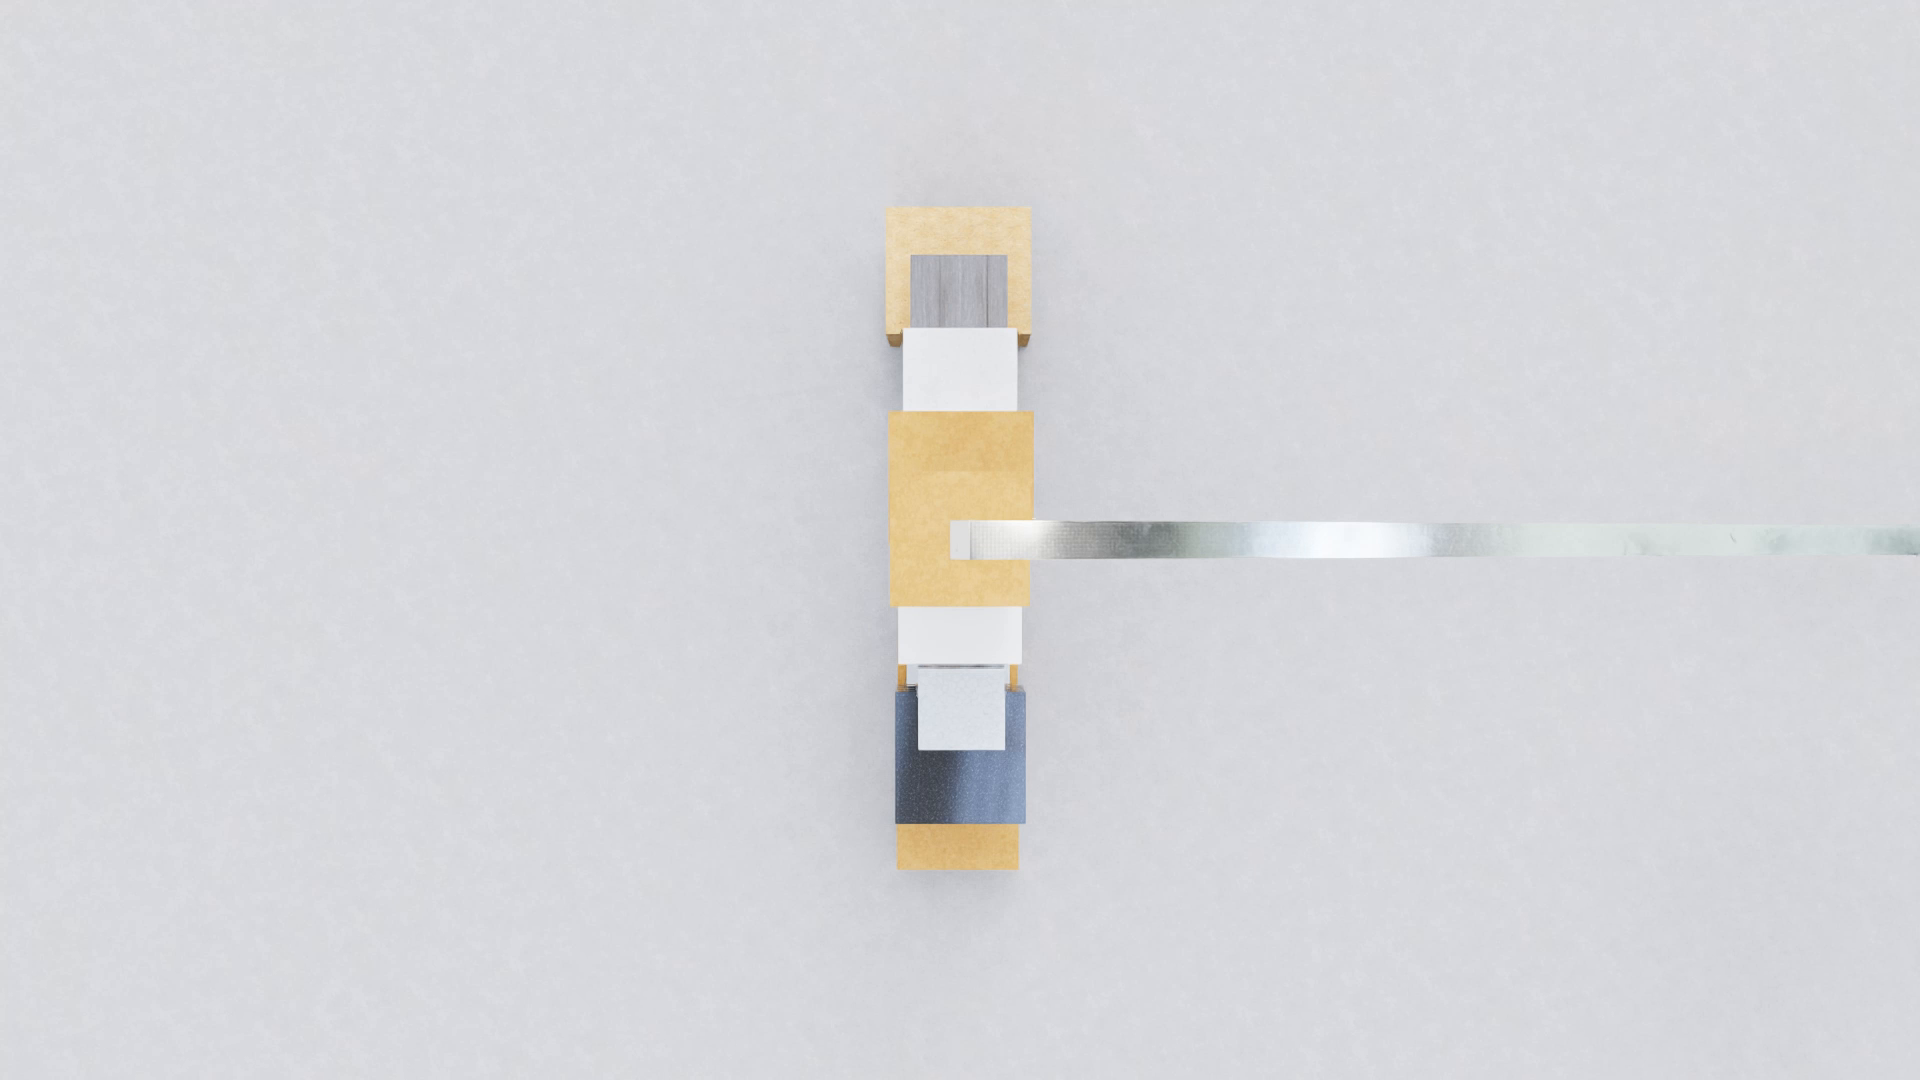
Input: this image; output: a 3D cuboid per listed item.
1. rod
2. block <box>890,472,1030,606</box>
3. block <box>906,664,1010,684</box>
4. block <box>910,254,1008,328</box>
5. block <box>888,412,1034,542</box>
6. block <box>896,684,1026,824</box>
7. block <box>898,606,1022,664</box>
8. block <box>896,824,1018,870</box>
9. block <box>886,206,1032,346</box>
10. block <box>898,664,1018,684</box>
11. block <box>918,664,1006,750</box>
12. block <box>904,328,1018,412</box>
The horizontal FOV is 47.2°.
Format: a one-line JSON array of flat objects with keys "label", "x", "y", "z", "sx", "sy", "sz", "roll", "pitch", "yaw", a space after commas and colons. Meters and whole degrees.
[{"label": "rod", "x": 2.234, "y": 0.000, "z": 5.842, "sx": 5.200, "sy": 0.080, "sz": 0.080, "roll": 0, "pitch": 90, "yaw": -31}, {"label": "block", "x": 0.000, "y": -0.004, "z": 9.140, "sx": 0.564, "sy": 0.544, "sz": 0.546, "roll": 0, "pitch": 90, "yaw": 0}, {"label": "block", "x": -0.010, "y": 0.461, "z": 11.997, "sx": 0.545, "sy": 0.626, "sz": 0.646, "roll": 0, "pitch": 87, "yaw": 0}, {"label": "block", "x": -0.005, "y": -1.245, "z": 11.921, "sx": 0.516, "sy": 0.539, "sz": 0.534, "roll": 0, "pitch": 90, "yaw": 0}, {"label": "block", "x": 0.005, "y": -0.302, "z": 10.660, "sx": 0.684, "sy": 0.545, "sz": 0.619, "roll": 0, "pitch": 91, "yaw": 0}, {"label": "block", "x": 0.002, "y": 1.161, "z": 12.008, "sx": 0.695, "sy": 0.599, "sz": 0.701, "roll": 0, "pitch": 90, "yaw": 0}, {"label": "block", "x": 0.000, "y": 0.299, "z": 10.646, "sx": 0.580, "sy": 0.594, "sz": 0.547, "roll": 0, "pitch": 92, "yaw": 0}, {"label": "block", "x": -0.012, "y": 1.509, "z": 12.659, "sx": 0.683, "sy": 0.682, "sz": 0.675, "roll": 0, "pitch": 90, "yaw": 0}, {"label": "block", "x": -0.009, "y": -1.495, "z": 12.595, "sx": 0.807, "sy": 0.810, "sz": 0.704, "roll": 0, "pitch": 90, "yaw": 0}, {"label": "block", "x": -0.014, "y": 0.835, "z": 12.654, "sx": 0.670, "sy": 0.692, "sz": 0.653, "roll": 0, "pitch": 90, "yaw": 0}, {"label": "block", "x": 0.009, "y": 0.837, "z": 11.472, "sx": 0.445, "sy": 0.407, "sz": 0.425, "roll": 0, "pitch": 100, "yaw": 0}, {"label": "block", "x": 0.001, "y": -0.824, "z": 11.377, "sx": 0.575, "sy": 0.552, "sz": 0.496, "roll": 0, "pitch": 91, "yaw": 0}]
